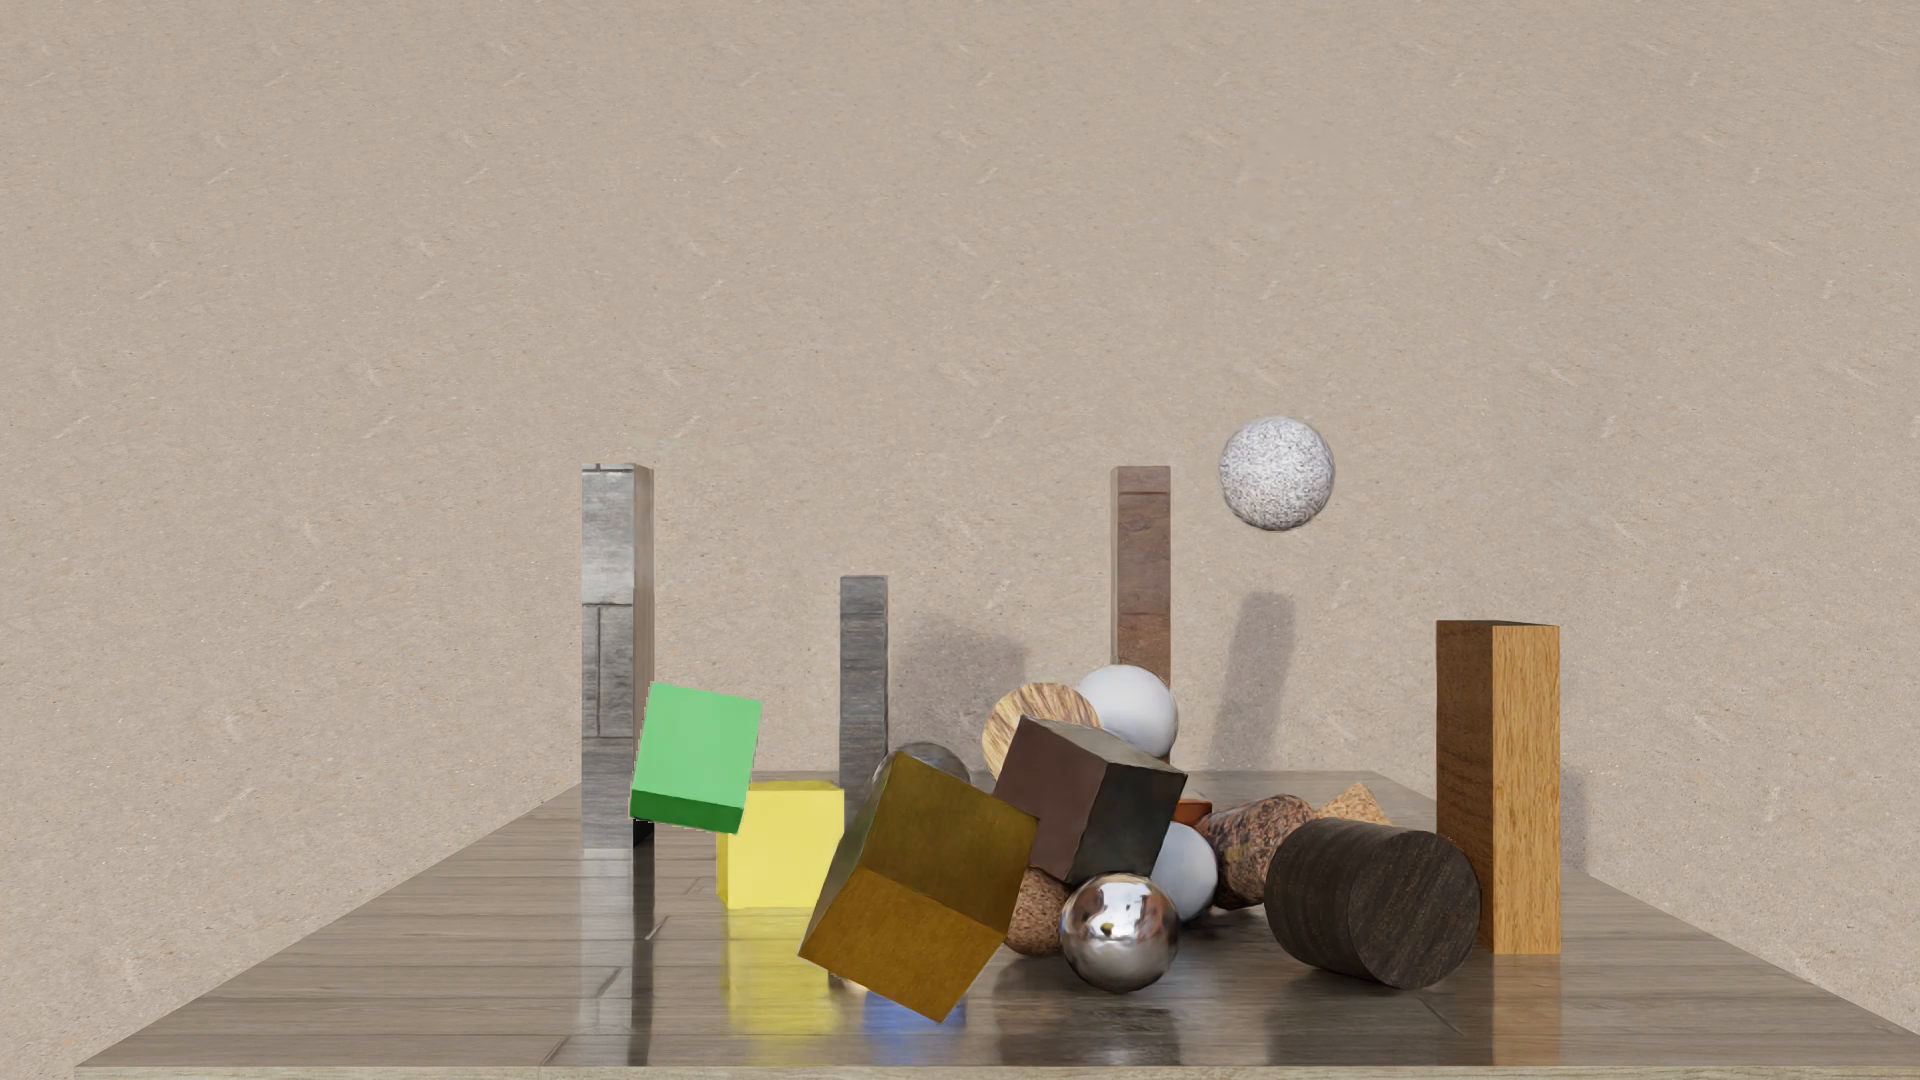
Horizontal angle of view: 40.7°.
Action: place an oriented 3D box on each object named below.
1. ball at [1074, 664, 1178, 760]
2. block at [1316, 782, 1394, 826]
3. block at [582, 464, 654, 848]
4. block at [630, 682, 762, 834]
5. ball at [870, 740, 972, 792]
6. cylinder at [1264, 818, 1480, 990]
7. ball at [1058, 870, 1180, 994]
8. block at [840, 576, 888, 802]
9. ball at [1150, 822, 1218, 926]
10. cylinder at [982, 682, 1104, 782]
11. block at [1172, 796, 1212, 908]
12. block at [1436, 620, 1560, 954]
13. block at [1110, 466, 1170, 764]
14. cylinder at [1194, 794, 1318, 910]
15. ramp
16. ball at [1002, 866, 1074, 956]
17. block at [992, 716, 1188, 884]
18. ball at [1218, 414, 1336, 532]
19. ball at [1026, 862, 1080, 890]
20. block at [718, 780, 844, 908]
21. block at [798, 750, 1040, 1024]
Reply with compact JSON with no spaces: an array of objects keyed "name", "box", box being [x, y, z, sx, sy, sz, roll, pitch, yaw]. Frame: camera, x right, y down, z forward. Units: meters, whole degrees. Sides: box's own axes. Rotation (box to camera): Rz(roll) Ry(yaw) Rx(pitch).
[{"name":"ball","box":[0.272,0.303,4.351,0.190,0.190,0.190,0,32,0]},{"name":"block","box":[0.612,0.467,3.961,0.114,0.114,0.114,-35,41,3]},{"name":"block","box":[-0.659,0.218,5.011,0.096,0.720,0.339,0,-1,0]},{"name":"block","box":[-0.313,0.260,3.068,0.131,0.131,0.131,10,69,-5]},{"name":"ball","box":[-0.073,0.480,4.941,0.194,0.194,0.194,0,32,0]},{"name":"cylinder","box":[0.523,0.460,3.304,0.196,0.196,0.196,-16,6,-24]},{"name":"ball","box":[0.197,0.482,3.192,0.150,0.150,0.150,0,32,0]},{"name":"block","box":[-0.221,0.336,5.998,0.102,0.507,0.321,0,-1,0]},{"name":"ball","box":[0.300,0.487,3.777,0.154,0.154,0.154,0,32,0]},{"name":"cylinder","box":[0.132,0.318,3.800,0.175,0.175,0.175,-3,69,8]},{"name":"block","box":[0.282,0.486,4.037,0.162,0.162,0.162,0,-1,-24]},{"name":"block","box":[0.768,0.341,3.720,0.091,0.444,0.418,0,-1,0]},{"name":"block","box":[0.380,0.216,5.483,0.109,0.735,0.263,0,-1,0]},{"name":"cylinder","box":[0.449,0.473,3.916,0.153,0.153,0.153,-28,2,-37]},{"name":"ramp","box":[0.071,0.625,4.714,2.000,0.100,4.000,0,-1,0]},{"name":"ball","box":[0.102,0.500,3.491,0.120,0.120,0.120,0,32,0]},{"name":"block","box":[0.168,0.357,3.520,0.171,0.171,0.171,13,9,-46]},{"name":"ball","box":[0.338,-0.072,2.763,0.125,0.125,0.125,0,32,0]},{"name":"ball","box":[0.173,0.491,3.897,0.149,0.149,0.149,0,32,0]},{"name":"block","box":[-0.285,0.478,4.091,0.179,0.179,0.179,0,-1,-11]},{"name":"block","box":[-0.042,0.361,2.695,0.167,0.167,0.167,27,41,-6]}]
